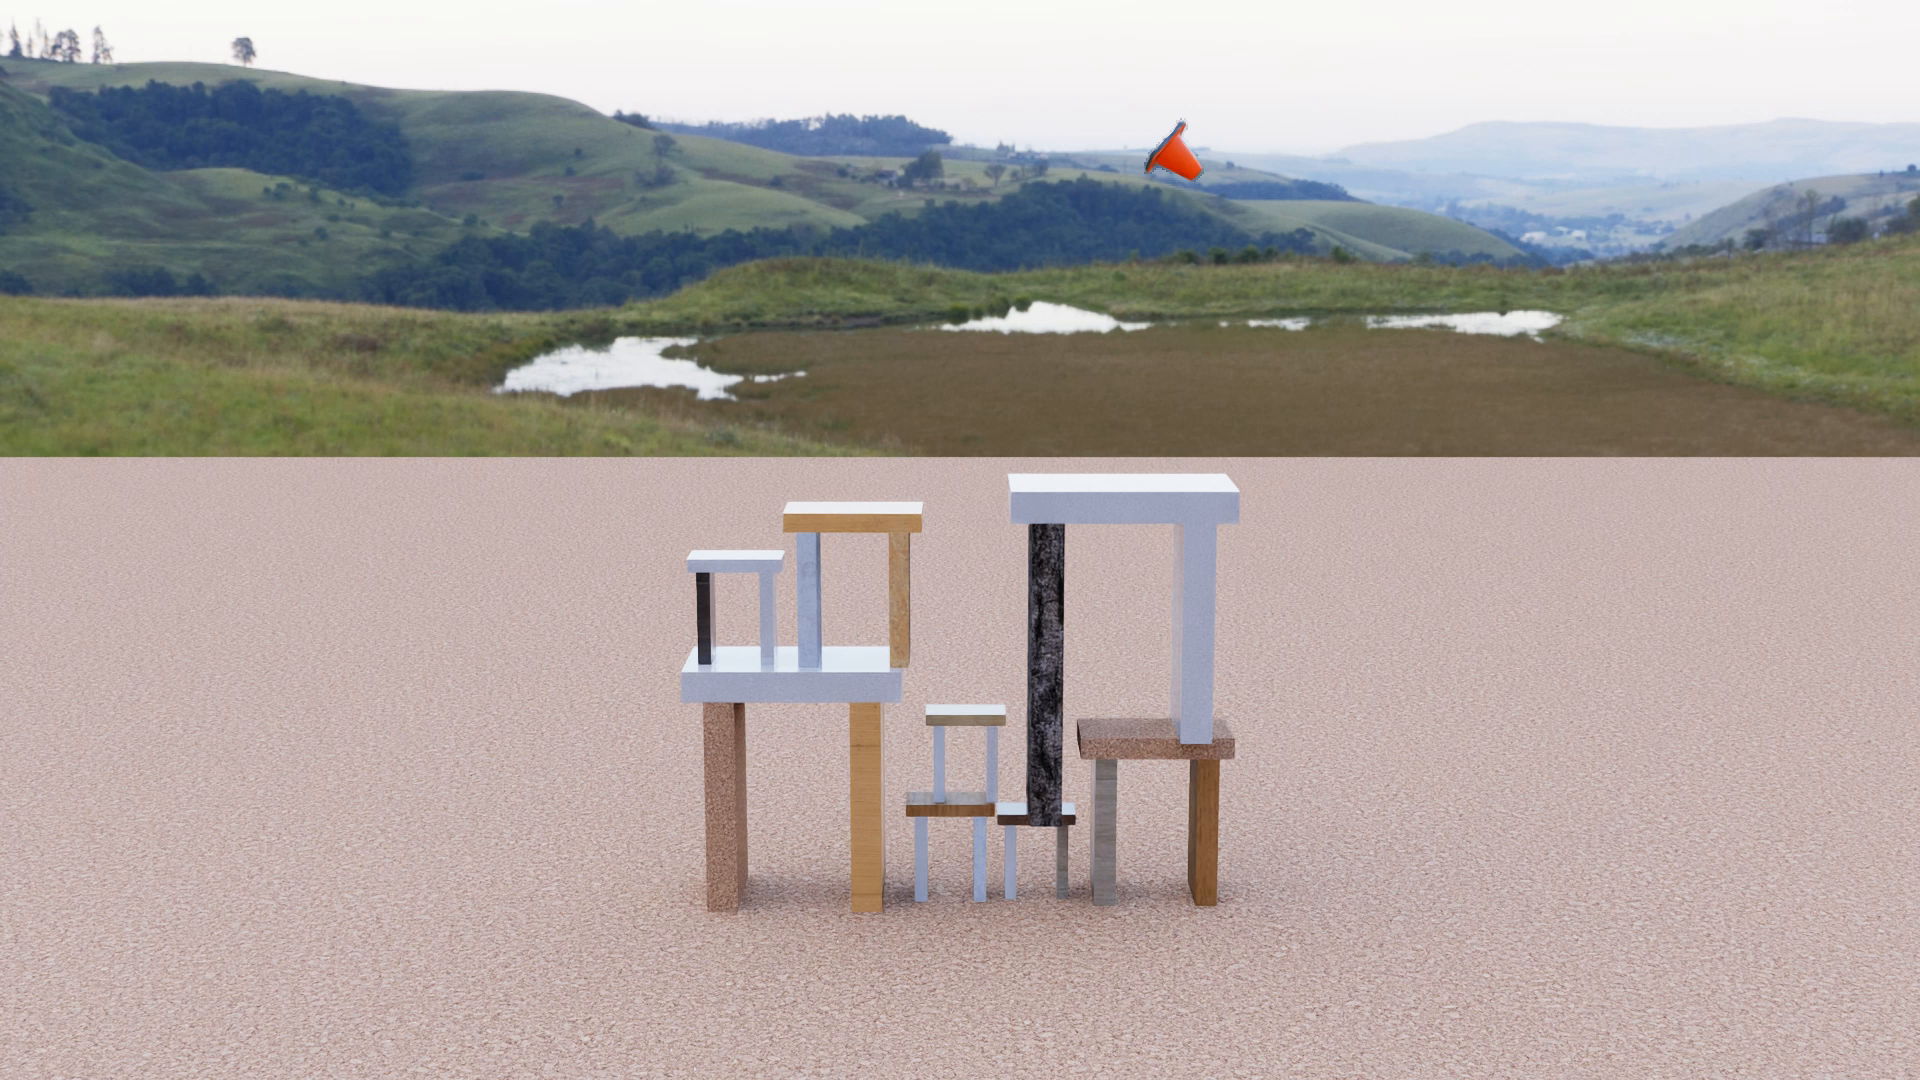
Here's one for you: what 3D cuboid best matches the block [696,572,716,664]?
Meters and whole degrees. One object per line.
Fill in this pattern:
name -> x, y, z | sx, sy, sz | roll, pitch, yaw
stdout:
block -> -0.413, 0.120, 3.583 | 0.022, 0.152, 0.076 | 0, 11, 0

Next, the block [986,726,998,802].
block -> 0.053, 0.361, 3.631 | 0.018, 0.131, 0.065 | 0, 11, 0

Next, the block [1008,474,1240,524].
block -> 0.259, -0.067, 3.543 | 0.359, 0.051, 0.180 | 0, 11, 0

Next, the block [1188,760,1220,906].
block -> 0.404, 0.467, 3.649 | 0.035, 0.249, 0.125 | 0, 11, 0

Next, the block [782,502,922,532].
block -> -0.171, -0.037, 3.551 | 0.221, 0.031, 0.110 | 0, 11, 0

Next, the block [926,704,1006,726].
block -> 0.009, 0.288, 3.618 | 0.131, 0.018, 0.065 | 0, 11, 0

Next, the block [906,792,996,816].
block -> -0.016, 0.437, 3.638 | 0.146, 0.021, 0.073 | 0, 11, 0

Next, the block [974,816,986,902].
block -> 0.033, 0.519, 3.653 | 0.021, 0.146, 0.073 | 0, 11, 0

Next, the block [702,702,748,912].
block -> -0.387, 0.417, 3.638 | 0.050, 0.352, 0.176 | 0, 11, 0

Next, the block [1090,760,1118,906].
block -> 0.238, 0.467, 3.649 | 0.035, 0.249, 0.125 | 0, 11, 0

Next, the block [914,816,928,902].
block -> -0.064, 0.519, 3.653 | 0.021, 0.146, 0.073 | 0, 11, 0

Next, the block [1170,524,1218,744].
block -> 0.379, 0.134, 3.581 | 0.051, 0.359, 0.180 | 0, 11, 0

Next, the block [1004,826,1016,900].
block -> 0.084, 0.526, 3.661 | 0.018, 0.129, 0.064 | 0, 11, 0

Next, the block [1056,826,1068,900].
block -> 0.170, 0.526, 3.662 | 0.018, 0.129, 0.064 | 0, 10, 0

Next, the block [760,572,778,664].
block -> -0.312, 0.120, 3.583 | 0.022, 0.152, 0.076 | 0, 11, 0

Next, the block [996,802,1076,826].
block -> 0.126, 0.454, 3.646 | 0.129, 0.018, 0.064 | 0, 11, 0

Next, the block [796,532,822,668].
block -> -0.245, 0.087, 3.574 | 0.031, 0.221, 0.110 | 0, 11, 0

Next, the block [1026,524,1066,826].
block -> 0.139, 0.202, 3.592 | 0.051, 0.497, 0.180 | 0, 11, 0

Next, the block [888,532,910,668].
block -> -0.098, 0.087, 3.574 | 0.031, 0.221, 0.110 | 0, 11, 0

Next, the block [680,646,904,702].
block -> -0.269, 0.219, 3.601 | 0.352, 0.050, 0.176 | 0, 11, 0

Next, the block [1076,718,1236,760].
block -> 0.321, 0.327, 3.623 | 0.249, 0.035, 0.125 | 0, 11, 0

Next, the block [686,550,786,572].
block -> -0.363, 0.035, 3.567 | 0.152, 0.022, 0.076 | 0, 11, 0

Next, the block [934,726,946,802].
block -> -0.034, 0.361, 3.631 | 0.018, 0.130, 0.065 | 0, 11, 0

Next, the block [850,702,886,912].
block -> -0.152, 0.417, 3.638 | 0.050, 0.352, 0.176 | 0, 11, 0
